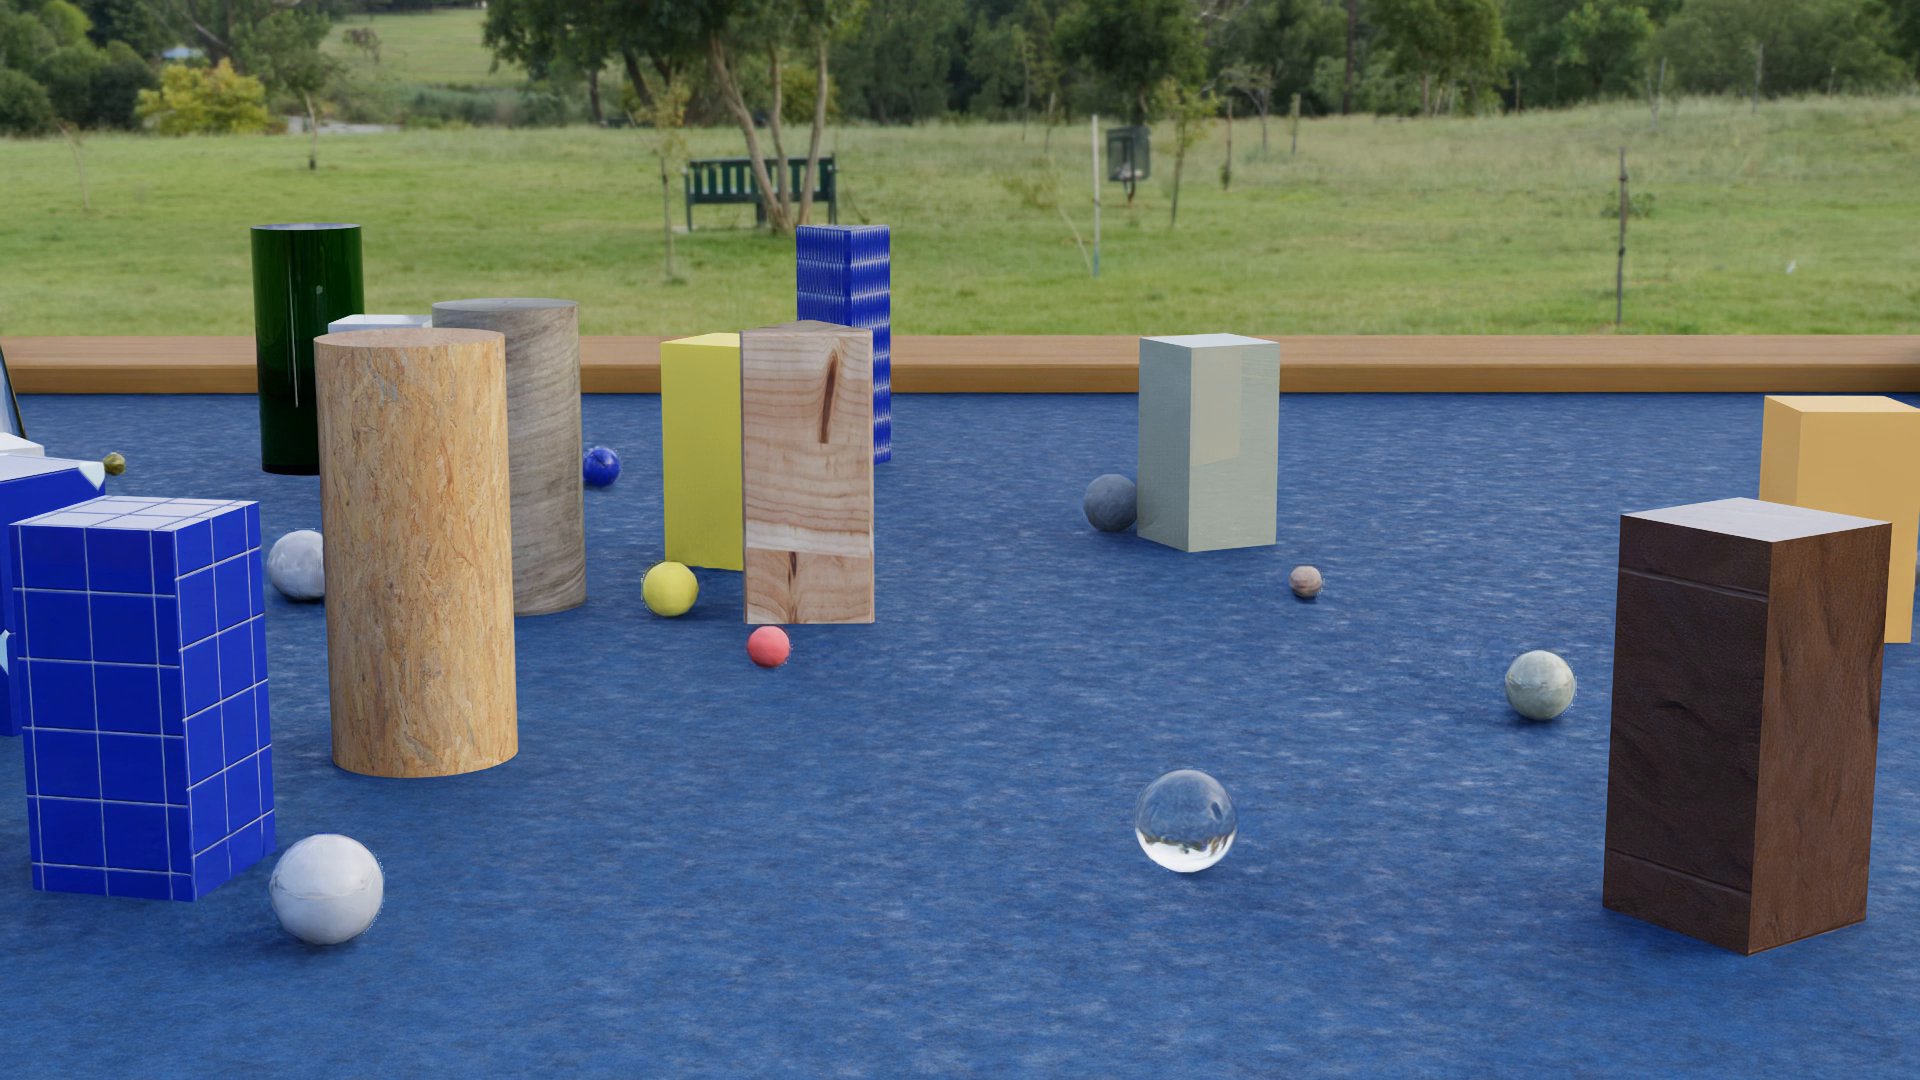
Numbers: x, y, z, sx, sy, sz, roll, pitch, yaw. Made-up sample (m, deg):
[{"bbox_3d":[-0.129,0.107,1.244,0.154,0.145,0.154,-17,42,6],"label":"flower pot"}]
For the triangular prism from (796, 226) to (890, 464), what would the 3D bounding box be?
[{"bbox_3d":[-0.190,-0.356,4.705,0.146,0.435,0.169,-7,13,-35],"label":"triangular prism"}]

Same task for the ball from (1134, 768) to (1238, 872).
[{"bbox_3d":[0.206,0.256,2.340,0.094,0.094,0.094,0,11,0],"label":"ball"}]

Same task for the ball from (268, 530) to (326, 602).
[{"bbox_3d":[-0.900,0.035,3.521,0.097,0.097,0.097,0,11,0],"label":"ball"}]

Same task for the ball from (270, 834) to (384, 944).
[{"bbox_3d":[-0.530,0.292,2.149,0.093,0.093,0.093,0,11,0],"label":"ball"}]

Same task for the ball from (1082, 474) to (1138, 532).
[{"bbox_3d":[0.240,-0.058,4.037,0.092,0.092,0.092,0,11,0],"label":"ball"}]

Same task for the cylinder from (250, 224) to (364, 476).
[{"bbox_3d":[-1.177,-0.349,4.657,0.195,0.438,0.195,0,11,0],"label":"cylinder"}]

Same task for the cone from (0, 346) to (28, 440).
[{"bbox_3d":[-1.534,-0.250,4.004,0.195,0.482,0.195,0,11,0],"label":"cone"}]

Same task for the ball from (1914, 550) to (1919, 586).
[{"bbox_3d":[1.318,0.039,3.591,0.064,0.064,0.064,0,11,0],"label":"ball"}]

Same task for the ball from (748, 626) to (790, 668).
[{"bbox_3d":[-0.233,0.130,3.134,0.052,0.052,0.052,0,11,0],"label":"ball"}]

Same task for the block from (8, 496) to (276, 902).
[{"bbox_3d":[-0.735,0.139,2.320,0.156,0.332,0.156,2,11,12],"label":"block"}]

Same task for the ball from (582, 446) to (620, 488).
[{"bbox_3d":[-0.627,-0.127,4.469,0.071,0.071,0.071,0,11,0],"label":"ball"}]

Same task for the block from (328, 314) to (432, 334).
[{"bbox_3d":[-0.960,-0.219,4.320,0.156,0.305,0.156,0,11,1],"label":"block"}]

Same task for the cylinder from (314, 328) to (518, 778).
[{"bbox_3d":[-0.572,0.009,2.707,0.195,0.447,0.195,0,11,0],"label":"cylinder"}]

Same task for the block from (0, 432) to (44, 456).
[{"bbox_3d":[-1.272,0.001,3.293,0.156,0.249,0.156,-8,13,-37],"label":"block"}]

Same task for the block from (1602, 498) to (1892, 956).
[{"bbox_3d":[0.671,0.153,2.196,0.156,0.349,0.156,-7,13,-34],"label":"block"}]

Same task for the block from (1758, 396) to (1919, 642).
[{"bbox_3d":[1.135,-0.029,3.322,0.156,0.297,0.156,0,11,1],"label":"block"}]

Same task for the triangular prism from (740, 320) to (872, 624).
[{"bbox_3d":[-0.202,-0.094,3.424,0.169,0.386,0.146,0,11,-2],"label":"triangular prism"}]

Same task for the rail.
[{"bbox_3d":[-0.013,-0.391,5.730,4.413,0.127,0.045,0,11,0],"label":"rail"}]

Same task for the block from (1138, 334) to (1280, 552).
[{"bbox_3d":[0.381,-0.153,3.950,0.156,0.310,0.156,-5,12,-25],"label":"block"}]

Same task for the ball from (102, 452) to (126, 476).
[{"bbox_3d":[-1.517,-0.136,4.598,0.041,0.041,0.041,0,11,0],"label":"ball"}]

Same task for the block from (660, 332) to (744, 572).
[{"bbox_3d":[-0.331,-0.133,3.797,0.156,0.327,0.156,5,12,26],"label":"block"}]

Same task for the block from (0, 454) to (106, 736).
[{"bbox_3d":[-1.072,0.058,2.890,0.156,0.283,0.156,5,12,27],"label":"block"}]

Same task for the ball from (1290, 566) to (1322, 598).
[{"bbox_3d":[0.478,0.057,3.544,0.045,0.045,0.045,0,11,0],"label":"ball"}]

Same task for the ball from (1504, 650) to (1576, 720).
[{"bbox_3d":[0.651,0.163,2.884,0.078,0.078,0.078,0,11,0],"label":"ball"}]

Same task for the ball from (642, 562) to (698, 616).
[{"bbox_3d":[-0.386,0.065,3.423,0.074,0.074,0.074,0,11,0],"label":"ball"}]

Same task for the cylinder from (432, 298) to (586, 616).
[{"bbox_3d":[-0.611,-0.116,3.484,0.195,0.408,0.195,0,11,0],"label":"cylinder"}]
